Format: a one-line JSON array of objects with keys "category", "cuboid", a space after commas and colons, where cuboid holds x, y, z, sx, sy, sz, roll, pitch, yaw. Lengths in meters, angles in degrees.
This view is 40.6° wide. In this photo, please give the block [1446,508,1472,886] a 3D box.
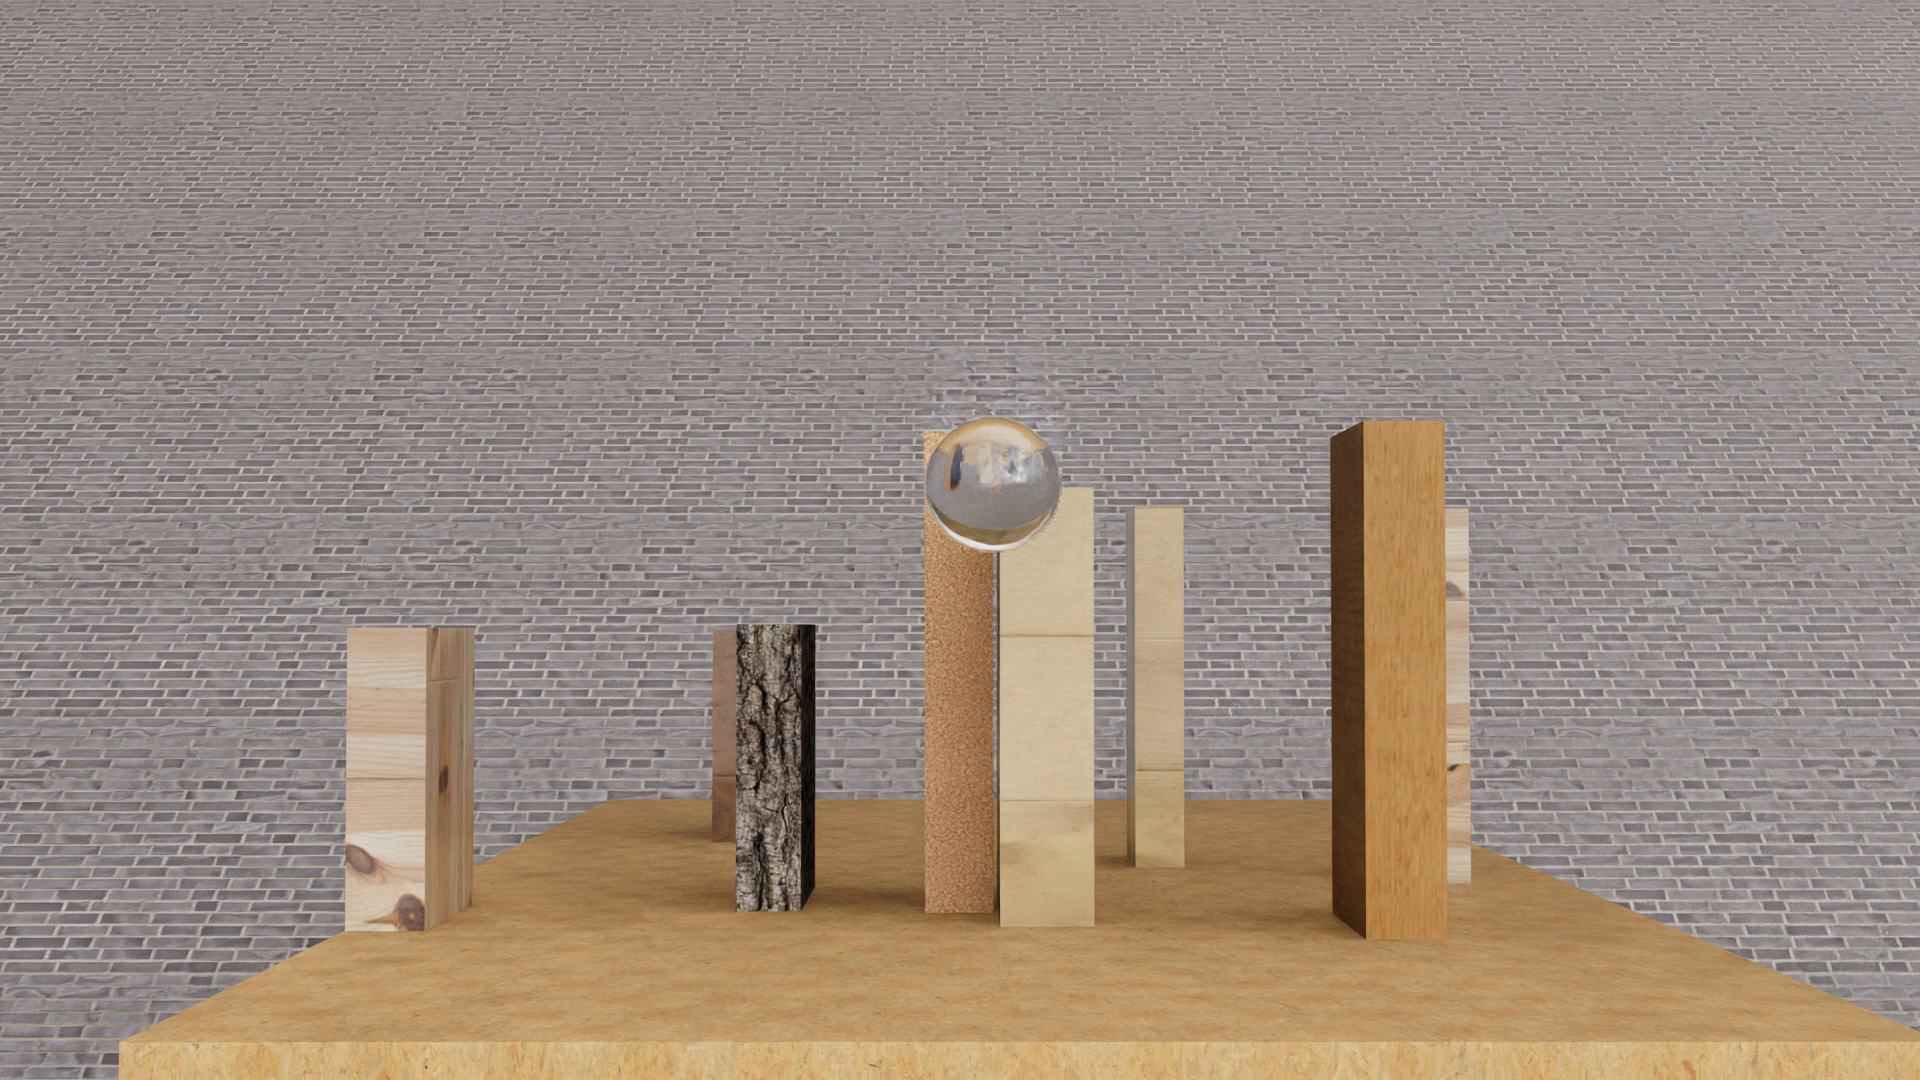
[{"category": "block", "cuboid": [0.854, 0.281, 4.724, 0.091, 0.664, 0.280, 0, -2, 0]}]

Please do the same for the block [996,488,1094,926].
[{"category": "block", "cuboid": [0.132, 0.259, 4.127, 0.143, 0.667, 0.346, 0, -2, 0]}]

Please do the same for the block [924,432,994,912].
[{"category": "block", "cuboid": [-0.002, 0.215, 4.314, 0.109, 0.768, 0.328, 0, -2, 0]}]

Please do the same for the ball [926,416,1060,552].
[{"category": "ball", "cuboid": [0.036, -0.061, 2.824, 0.147, 0.147, 0.147, 0, 35, 0]}]

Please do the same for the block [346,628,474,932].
[{"category": "block", "cuboid": [-0.861, 0.365, 4.089, 0.119, 0.453, 0.388, 0, -2, 0]}]

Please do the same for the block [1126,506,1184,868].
[{"category": "block", "cuboid": [0.378, 0.281, 5.047, 0.093, 0.685, 0.252, 0, -2, 0]}]

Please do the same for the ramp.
[{"category": "ramp", "cuboid": [0.078, 0.667, 4.846, 2.000, 0.100, 4.000, 0, -2, 0]}]

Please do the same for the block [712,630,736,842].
[{"category": "block", "cuboid": [-0.479, 0.420, 5.662, 0.088, 0.447, 0.344, 0, -2, 0]}]

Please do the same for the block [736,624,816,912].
[{"category": "block", "cuboid": [-0.307, 0.371, 4.366, 0.104, 0.459, 0.409, 0, -2, 0]}]

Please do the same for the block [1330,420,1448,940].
[{"category": "block", "cuboid": [0.651, 0.209, 3.966, 0.119, 0.756, 0.343, 0, -2, 0]}]
